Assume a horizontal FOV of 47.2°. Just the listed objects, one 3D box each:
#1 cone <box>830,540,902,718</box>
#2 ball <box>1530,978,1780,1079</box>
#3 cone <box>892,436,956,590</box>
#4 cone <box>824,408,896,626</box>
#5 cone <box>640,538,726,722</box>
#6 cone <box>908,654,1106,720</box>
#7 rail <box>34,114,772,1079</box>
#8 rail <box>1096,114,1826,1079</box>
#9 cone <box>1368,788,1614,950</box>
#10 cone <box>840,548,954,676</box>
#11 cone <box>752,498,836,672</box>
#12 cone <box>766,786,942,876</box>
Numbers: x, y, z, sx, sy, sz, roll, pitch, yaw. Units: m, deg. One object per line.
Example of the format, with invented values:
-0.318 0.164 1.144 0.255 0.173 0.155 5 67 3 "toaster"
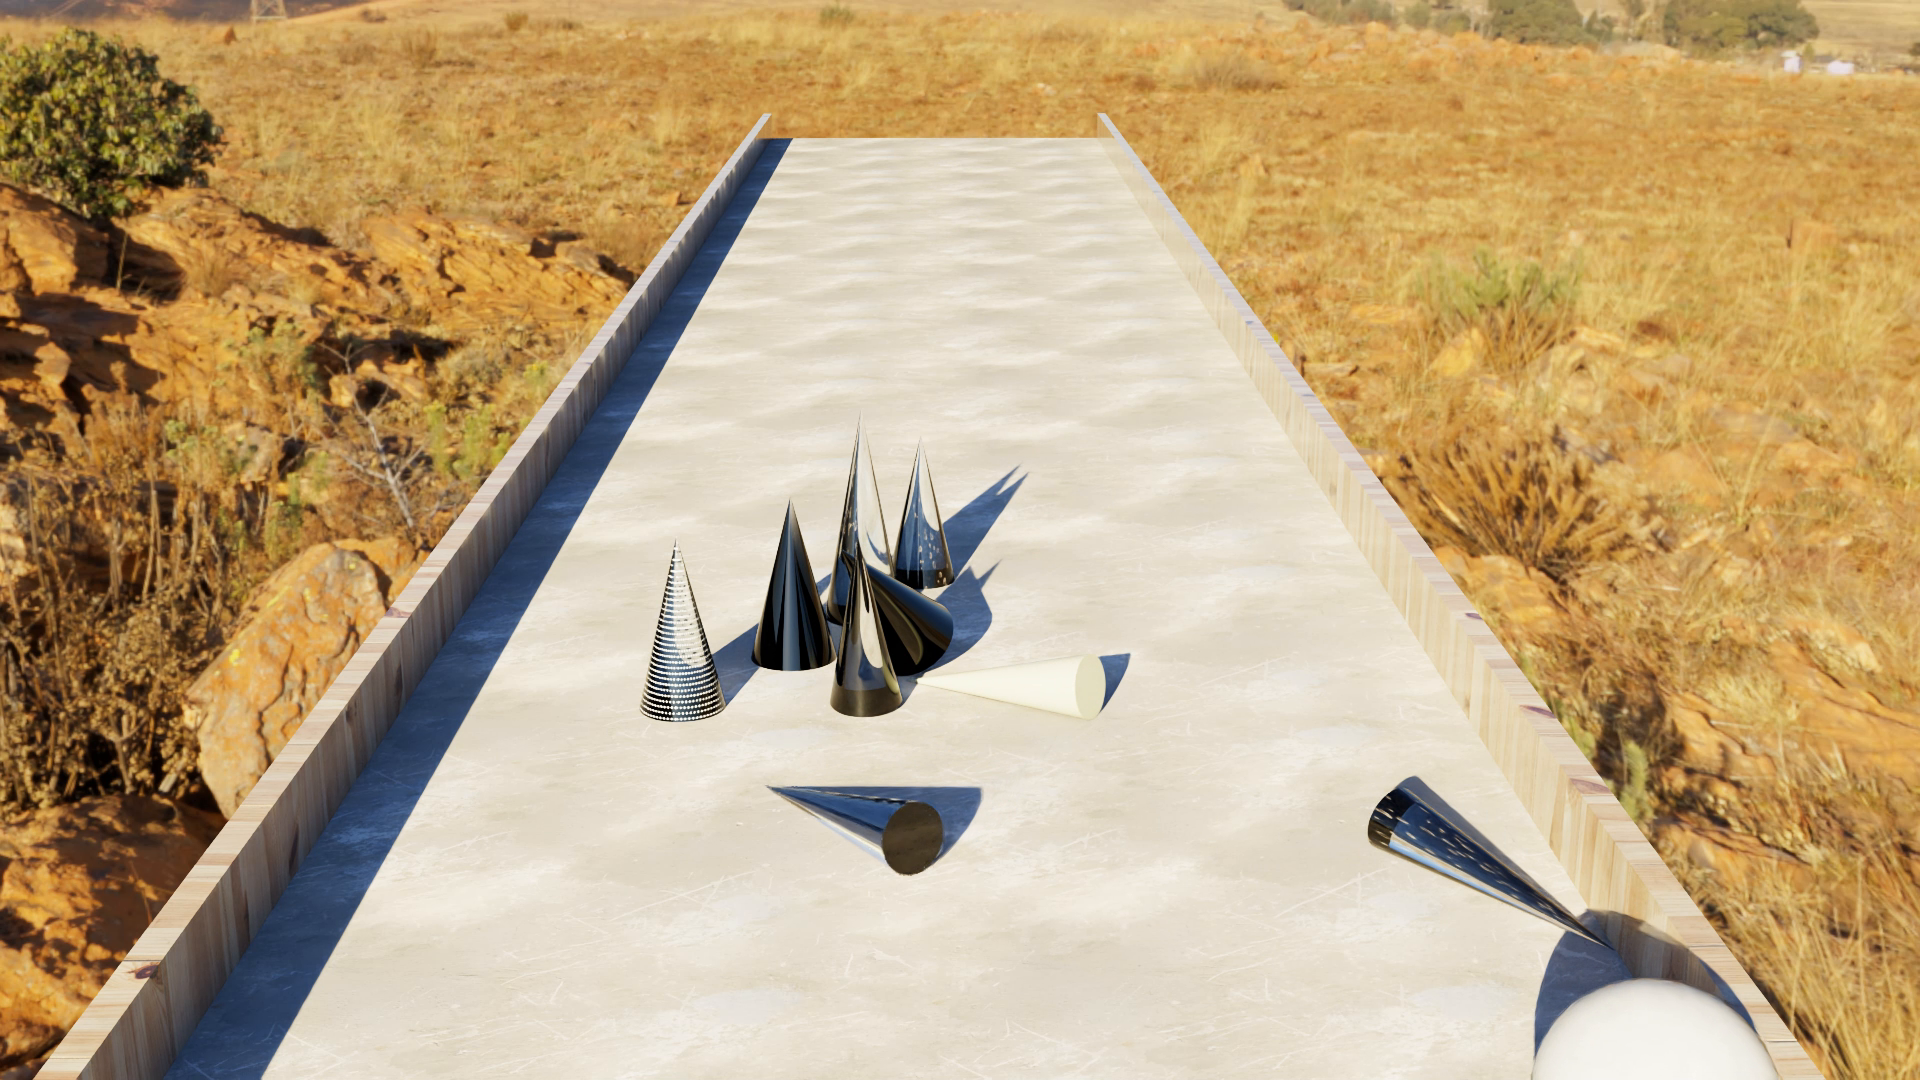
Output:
-0.183 0.149 4.104 0.138 0.339 0.138 -1 24 1 "cone"
0.804 0.651 2.543 0.282 0.282 0.282 0 17 0 "ball"
-0.087 -0.073 4.885 0.152 0.334 0.152 0 17 0 "cone"
-0.205 -0.057 4.623 0.168 0.454 0.168 0 17 0 "cone"
-0.525 0.154 4.119 0.164 0.337 0.164 0 17 0 "cone"
0.067 0.274 4.199 0.409 0.123 0.123 0 14 31 "cone"
-1.118 -0.838 7.780 0.050 0.150 12.000 0 17 -1 "rail"
0.932 -0.844 7.801 0.050 0.150 12.000 0 17 -1 "rail"
0.825 0.524 3.371 0.108 0.108 0.447 -12 27 -35 "cone"
-0.159 0.105 4.245 0.177 0.323 0.177 -15 51 19 "cone"
-0.335 0.074 4.388 0.173 0.337 0.173 0 17 0 "cone"
-0.207 0.446 3.624 0.117 0.117 0.443 -12 13 -35 "cone"
